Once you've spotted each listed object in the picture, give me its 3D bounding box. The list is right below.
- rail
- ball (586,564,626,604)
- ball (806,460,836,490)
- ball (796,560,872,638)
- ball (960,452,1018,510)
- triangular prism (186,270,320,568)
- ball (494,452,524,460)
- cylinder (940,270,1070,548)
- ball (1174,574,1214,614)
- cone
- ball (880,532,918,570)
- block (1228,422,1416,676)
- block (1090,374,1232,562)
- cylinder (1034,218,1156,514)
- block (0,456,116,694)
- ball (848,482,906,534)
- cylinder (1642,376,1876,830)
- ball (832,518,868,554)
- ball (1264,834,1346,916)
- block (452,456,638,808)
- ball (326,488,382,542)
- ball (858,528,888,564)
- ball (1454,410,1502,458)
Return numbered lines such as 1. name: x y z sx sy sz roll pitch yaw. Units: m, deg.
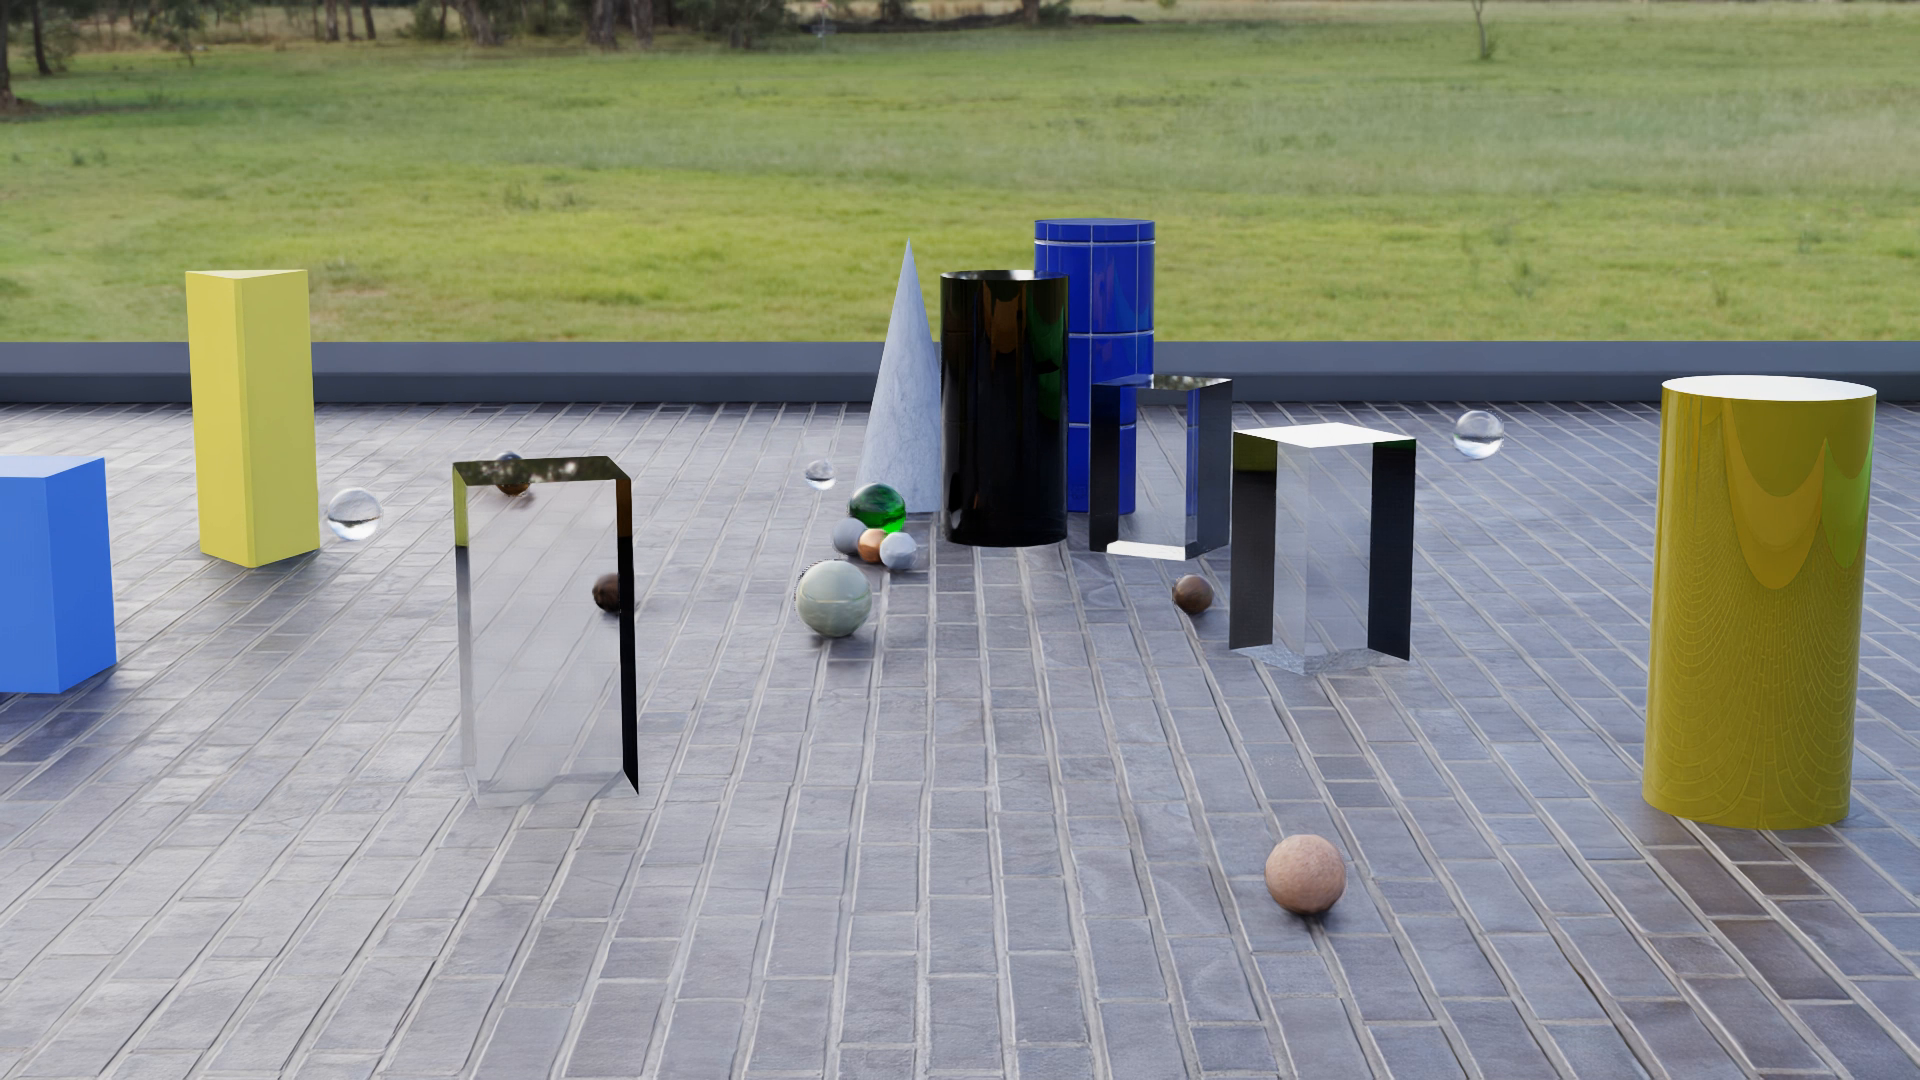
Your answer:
1. rail: -0.013 -0.366 5.609 4.430 0.130 0.045 0 10 0
2. ball: -0.485 0.060 3.520 0.054 0.054 0.054 0 10 0
3. ball: -0.242 -0.112 4.453 0.054 0.054 0.054 0 10 0
4. ball: -0.162 0.075 3.310 0.100 0.100 0.100 0 10 0
5. ball: 0.049 -0.099 4.266 0.095 0.095 0.095 0 10 0
6. triangular prism: -1.040 -0.189 3.846 0.150 0.424 0.173 -9 14 -39
7. ball: -0.783 -0.120 4.459 0.067 0.067 0.067 0 10 0
8. cylinder: 0.069 -0.208 3.992 0.200 0.409 0.200 0 10 0
9. ball: 0.315 0.073 3.452 0.054 0.054 0.054 0 10 0
10. cone: -0.085 -0.284 4.296 0.200 0.448 0.200 0 10 0
11. ball: -0.089 0.016 3.748 0.057 0.057 0.057 0 10 0
12. block: 0.448 0.007 3.185 0.160 0.279 0.160 -6 12 -28
13. block: 0.306 -0.114 3.907 0.160 0.255 0.160 6 12 30
14. cylinder: 0.223 -0.293 4.278 0.200 0.473 0.200 0 10 0
15. block: -1.130 0.038 3.080 0.160 0.257 0.160 1 11 6
16. ball: -0.129 -0.044 3.979 0.091 0.091 0.091 0 10 0
17. cylinder: 0.788 0.057 2.539 0.200 0.417 0.200 0 10 0
18. ball: -0.165 -0.006 3.869 0.056 0.056 0.056 0 10 0
19. ball: 0.300 0.290 2.227 0.071 0.071 0.071 0 10 0
20. block: -0.424 0.089 2.617 0.160 0.325 0.160 -3 11 -16
21. ball: -0.940 -0.039 3.979 0.082 0.082 0.082 0 10 0
22. ball: -0.125 0.008 3.801 0.053 0.053 0.053 0 10 0
23. ball: 0.971 -0.198 4.811 0.091 0.091 0.091 0 10 0
